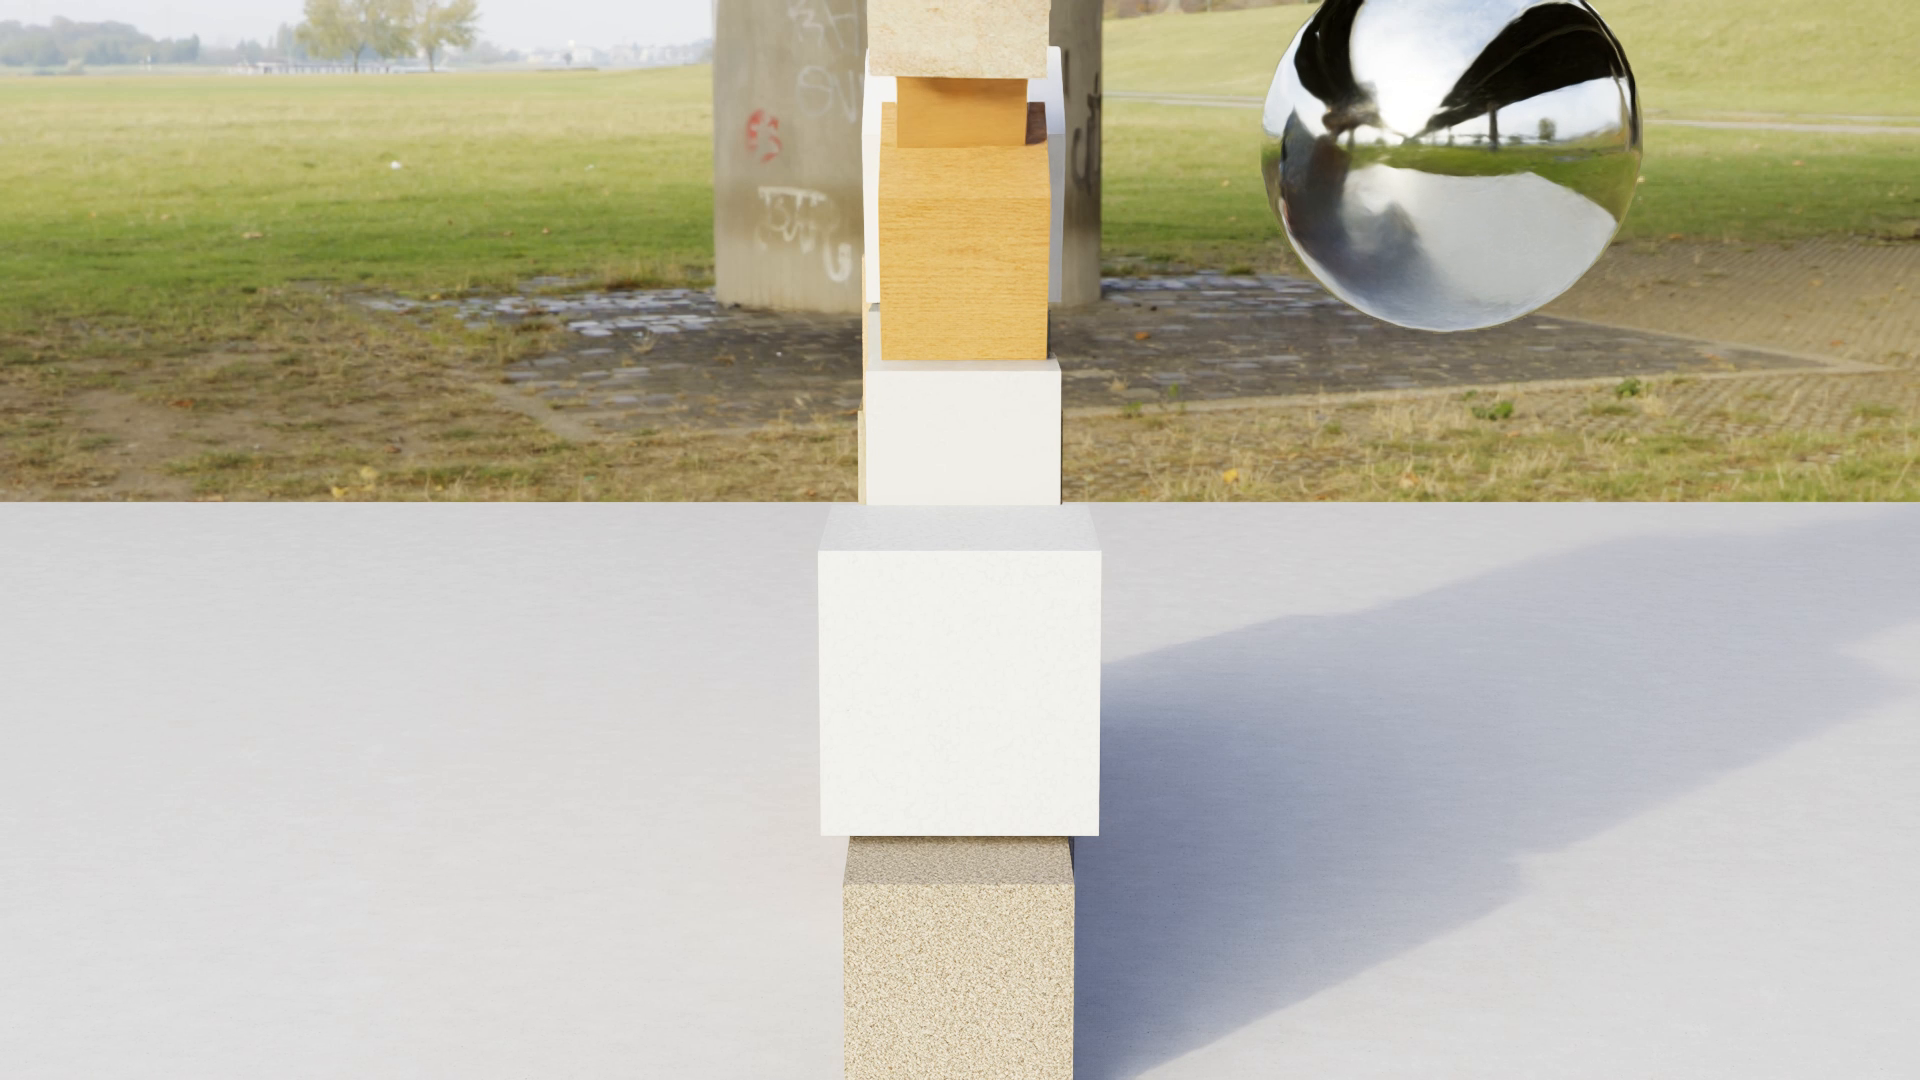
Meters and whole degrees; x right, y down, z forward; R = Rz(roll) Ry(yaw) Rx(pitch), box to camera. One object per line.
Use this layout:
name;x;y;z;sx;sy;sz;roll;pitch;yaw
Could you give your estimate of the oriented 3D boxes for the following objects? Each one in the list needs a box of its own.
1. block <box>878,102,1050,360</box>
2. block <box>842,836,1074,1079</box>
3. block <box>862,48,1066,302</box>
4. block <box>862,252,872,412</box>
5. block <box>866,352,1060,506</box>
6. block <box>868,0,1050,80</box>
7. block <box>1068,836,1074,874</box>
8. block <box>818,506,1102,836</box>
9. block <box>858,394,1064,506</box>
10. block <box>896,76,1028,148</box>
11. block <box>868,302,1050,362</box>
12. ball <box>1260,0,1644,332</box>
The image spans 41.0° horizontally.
block;0.015;-1.253;10.377;0.664;0.755;0.756;0;39;0
block;-0.005;1.490;9.148;0.786;0.794;0.770;0;10;0
block;0.015;-1.579;11.082;0.837;0.823;0.753;0;39;0
block;-0.020;-0.974;11.752;0.824;0.693;0.736;0;10;0
block;0.013;-0.388;10.337;0.757;0.664;0.682;0;10;0
block;0.001;-2.235;9.540;0.663;0.773;0.658;1;-34;0
block;0.015;1.341;9.869;0.816;0.830;0.682;0;10;0
block;-0.001;0.459;9.520;0.989;1.031;0.968;0;10;0
block;0.002;-0.225;12.008;0.921;0.872;0.841;0;10;0
block;0.000;-1.937;10.070;0.506;0.554;0.554;-1;-34;-1
block;-0.003;-0.595;11.051;0.756;0.829;0.763;0;9;0
ball;2.074;-1.685;10.874;1.600;1.600;1.600;0;10;0
